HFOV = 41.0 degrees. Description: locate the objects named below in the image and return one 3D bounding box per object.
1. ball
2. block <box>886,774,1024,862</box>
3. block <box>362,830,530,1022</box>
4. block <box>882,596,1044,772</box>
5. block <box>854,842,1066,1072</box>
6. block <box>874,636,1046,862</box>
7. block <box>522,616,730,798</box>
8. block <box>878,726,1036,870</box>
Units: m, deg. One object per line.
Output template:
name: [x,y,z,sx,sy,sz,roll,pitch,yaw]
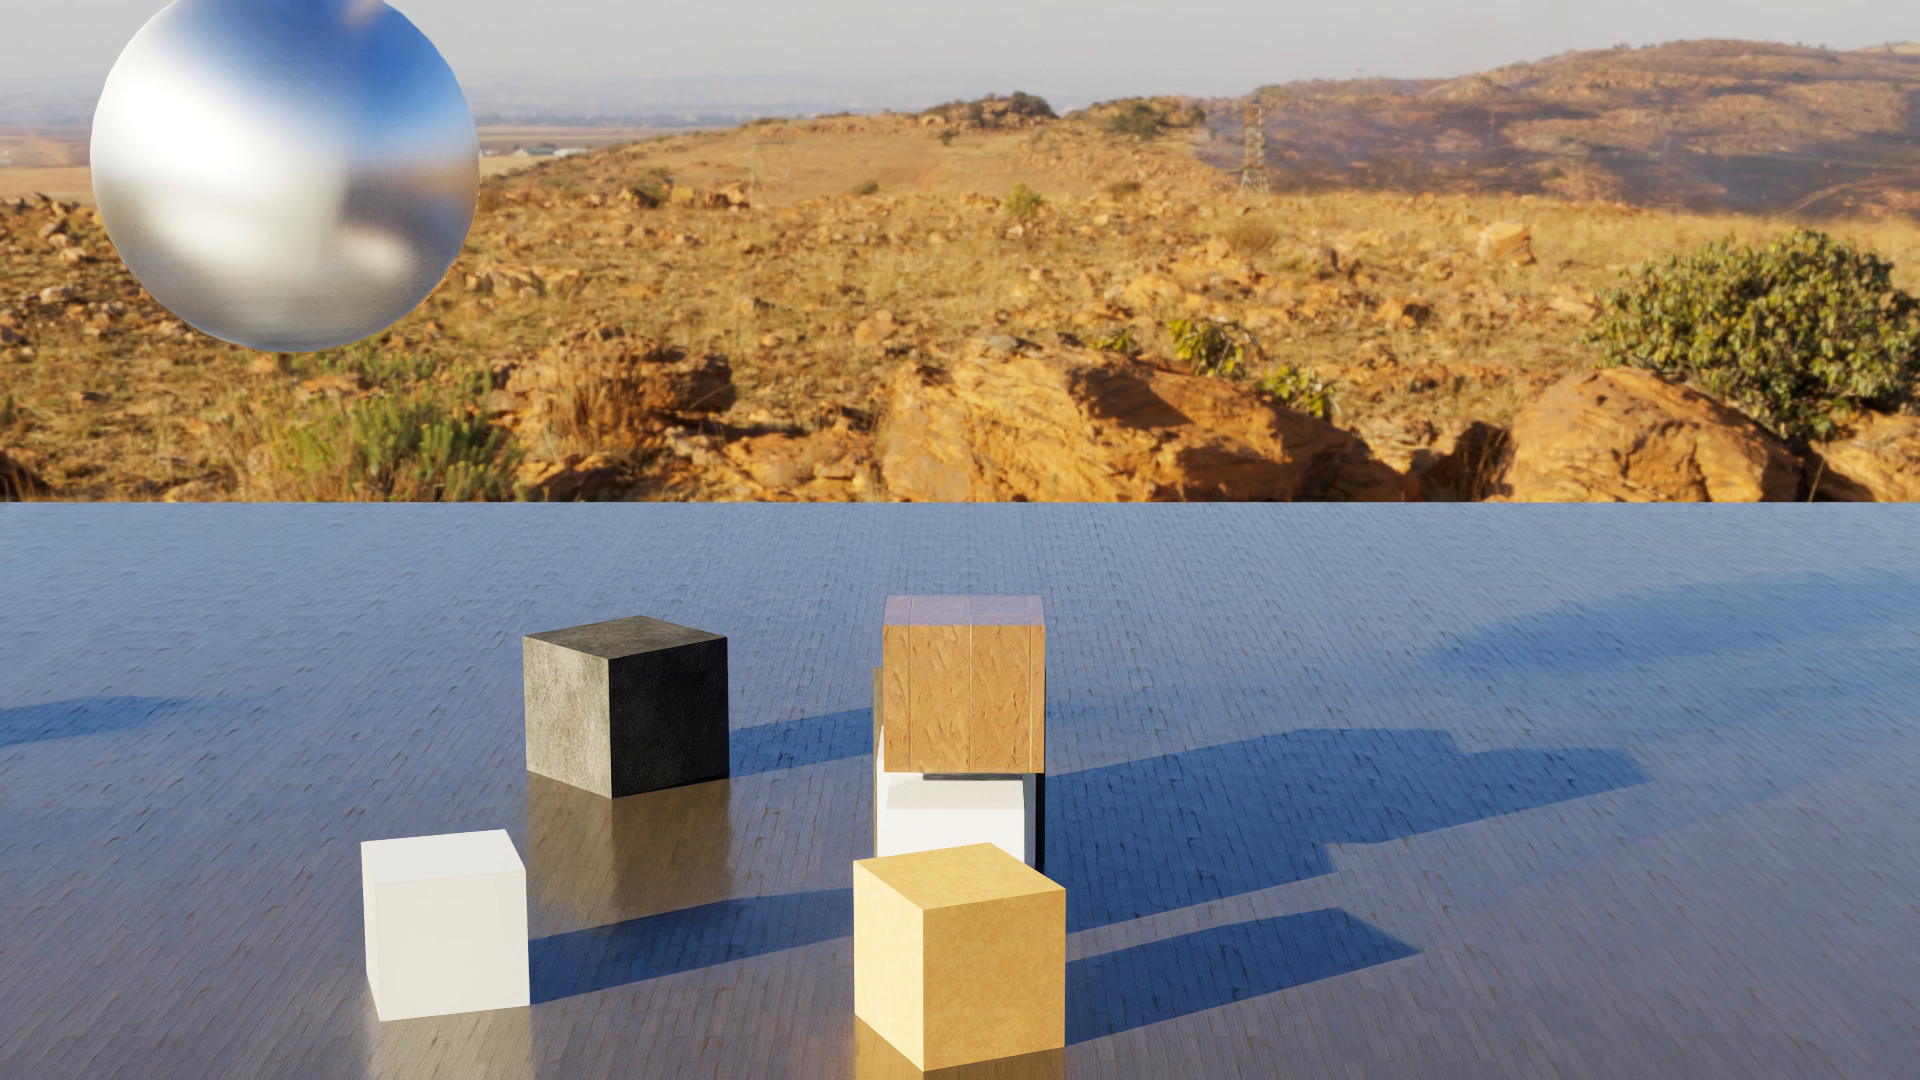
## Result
ball: [-2.851,-1.597,10.890,1.600,1.600,1.600,0,10,0]
block: [-0.019,1.324,10.688,0.561,0.570,0.527,0,10,0]
block: [-1.994,1.479,9.920,0.560,0.540,0.550,-3,11,-18]
block: [0.017,0.606,10.931,0.667,0.627,0.620,0,10,0]
block: [-0.008,1.526,9.491,0.565,0.601,0.634,-5,11,-24]
block: [0.007,0.934,11.916,0.768,0.899,0.862,0,10,1]
block: [-1.694,0.832,13.033,0.736,0.701,0.734,-10,14,-43]
block: [-0.014,1.193,11.226,0.672,0.635,0.578,0,10,0]
